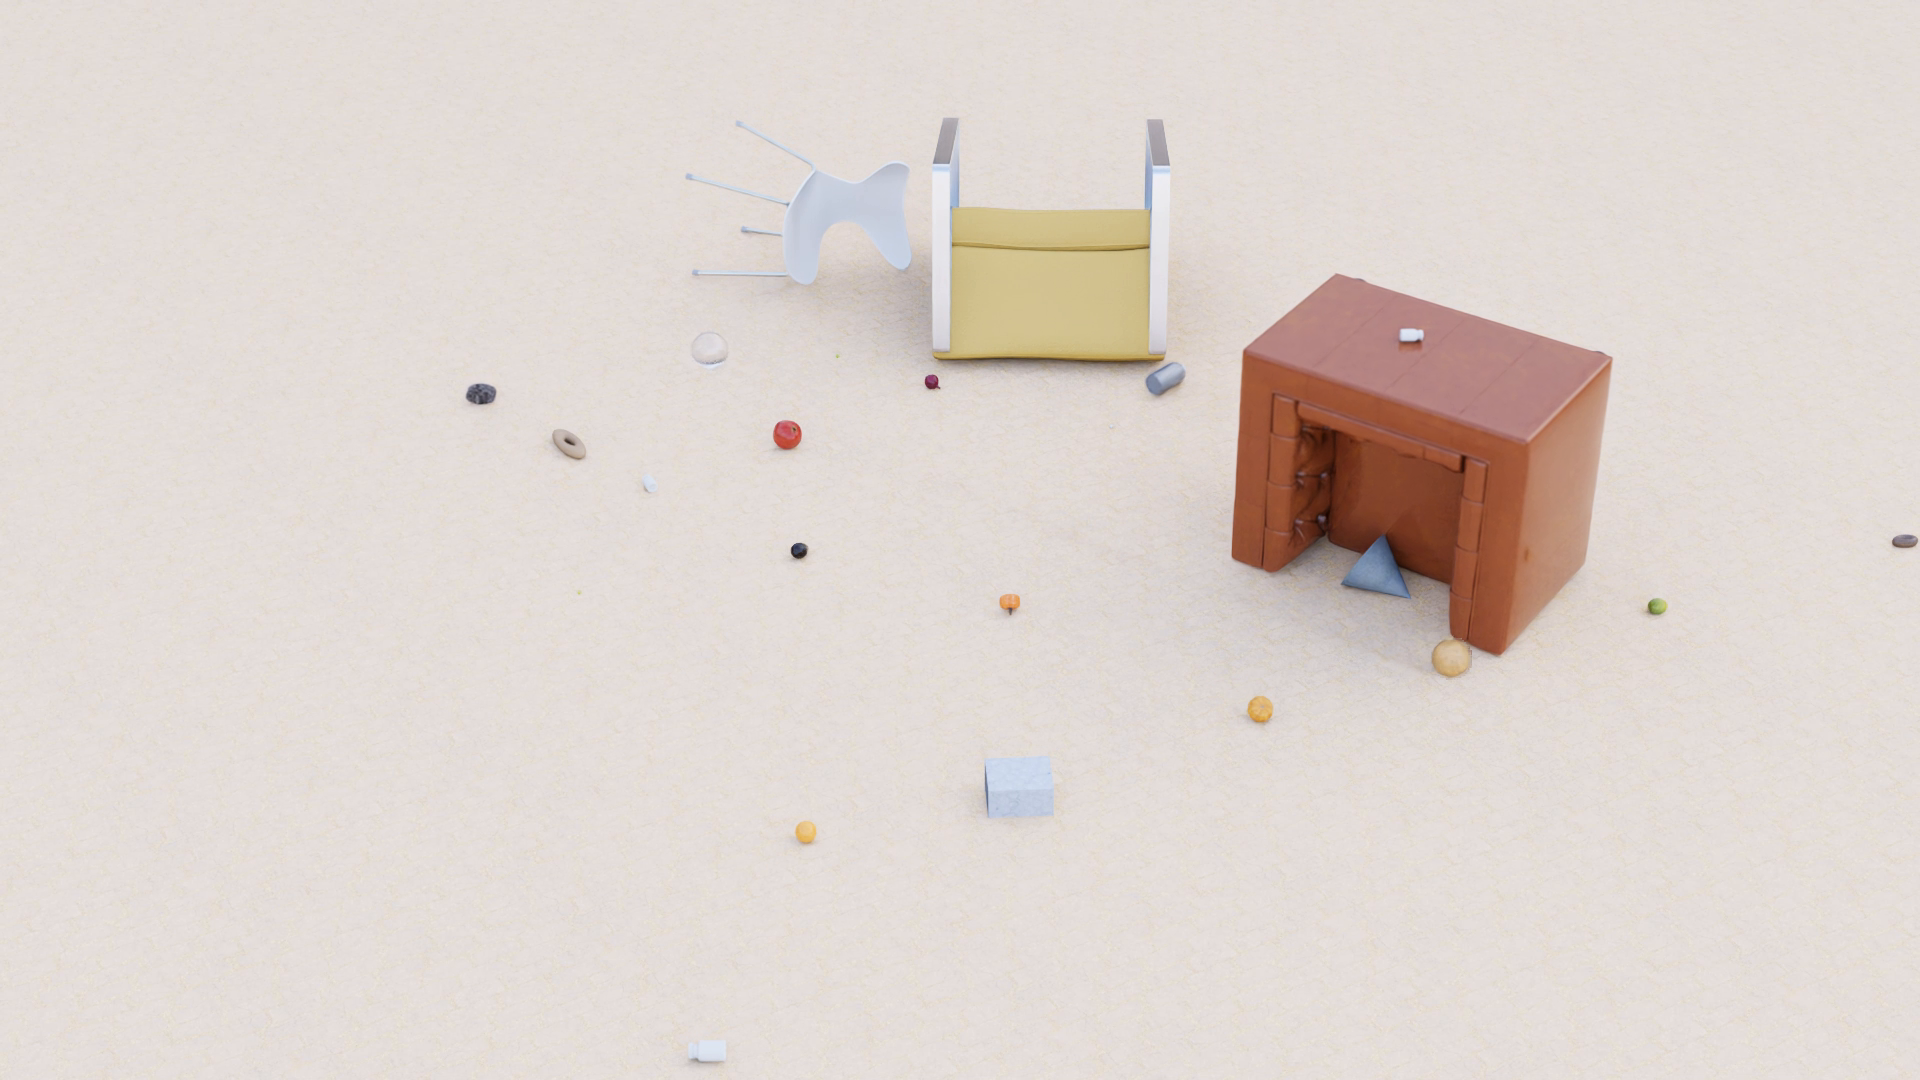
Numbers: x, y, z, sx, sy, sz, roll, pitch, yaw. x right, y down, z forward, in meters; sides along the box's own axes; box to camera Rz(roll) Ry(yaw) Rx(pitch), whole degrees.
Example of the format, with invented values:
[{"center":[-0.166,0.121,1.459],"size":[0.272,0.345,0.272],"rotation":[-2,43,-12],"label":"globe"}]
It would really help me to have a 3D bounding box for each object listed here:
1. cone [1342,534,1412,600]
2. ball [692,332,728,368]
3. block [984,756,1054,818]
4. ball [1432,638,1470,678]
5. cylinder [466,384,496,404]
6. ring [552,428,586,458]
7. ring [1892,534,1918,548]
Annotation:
[{"center":[1.550,0.142,10.640],"size":[0.228,0.213,0.255],"rotation":[40,62,11],"label":"cone"},{"center":[-1.023,-0.776,11.986],"size":[0.150,0.150,0.150],"rotation":[0,33,0],"label":"ball"},{"center":[0.194,0.810,9.614],"size":[0.213,0.112,0.173],"rotation":[-2,33,-3],"label":"block"},{"center":[1.707,0.411,10.200],"size":[0.133,0.133,0.133],"rotation":[0,33,0],"label":"ball"},{"center":[-1.924,-0.587,11.777],"size":[0.116,0.062,0.061],"rotation":[4,33,-4],"label":"cylinder"},{"center":[-1.530,-0.377,11.477],"size":[0.089,0.045,0.221],"rotation":[-20,39,-30],"label":"ring"},{"center":[3.516,0.004,10.906],"size":[0.101,0.036,0.053],"rotation":[-3,31,-6],"label":"ring"}]
